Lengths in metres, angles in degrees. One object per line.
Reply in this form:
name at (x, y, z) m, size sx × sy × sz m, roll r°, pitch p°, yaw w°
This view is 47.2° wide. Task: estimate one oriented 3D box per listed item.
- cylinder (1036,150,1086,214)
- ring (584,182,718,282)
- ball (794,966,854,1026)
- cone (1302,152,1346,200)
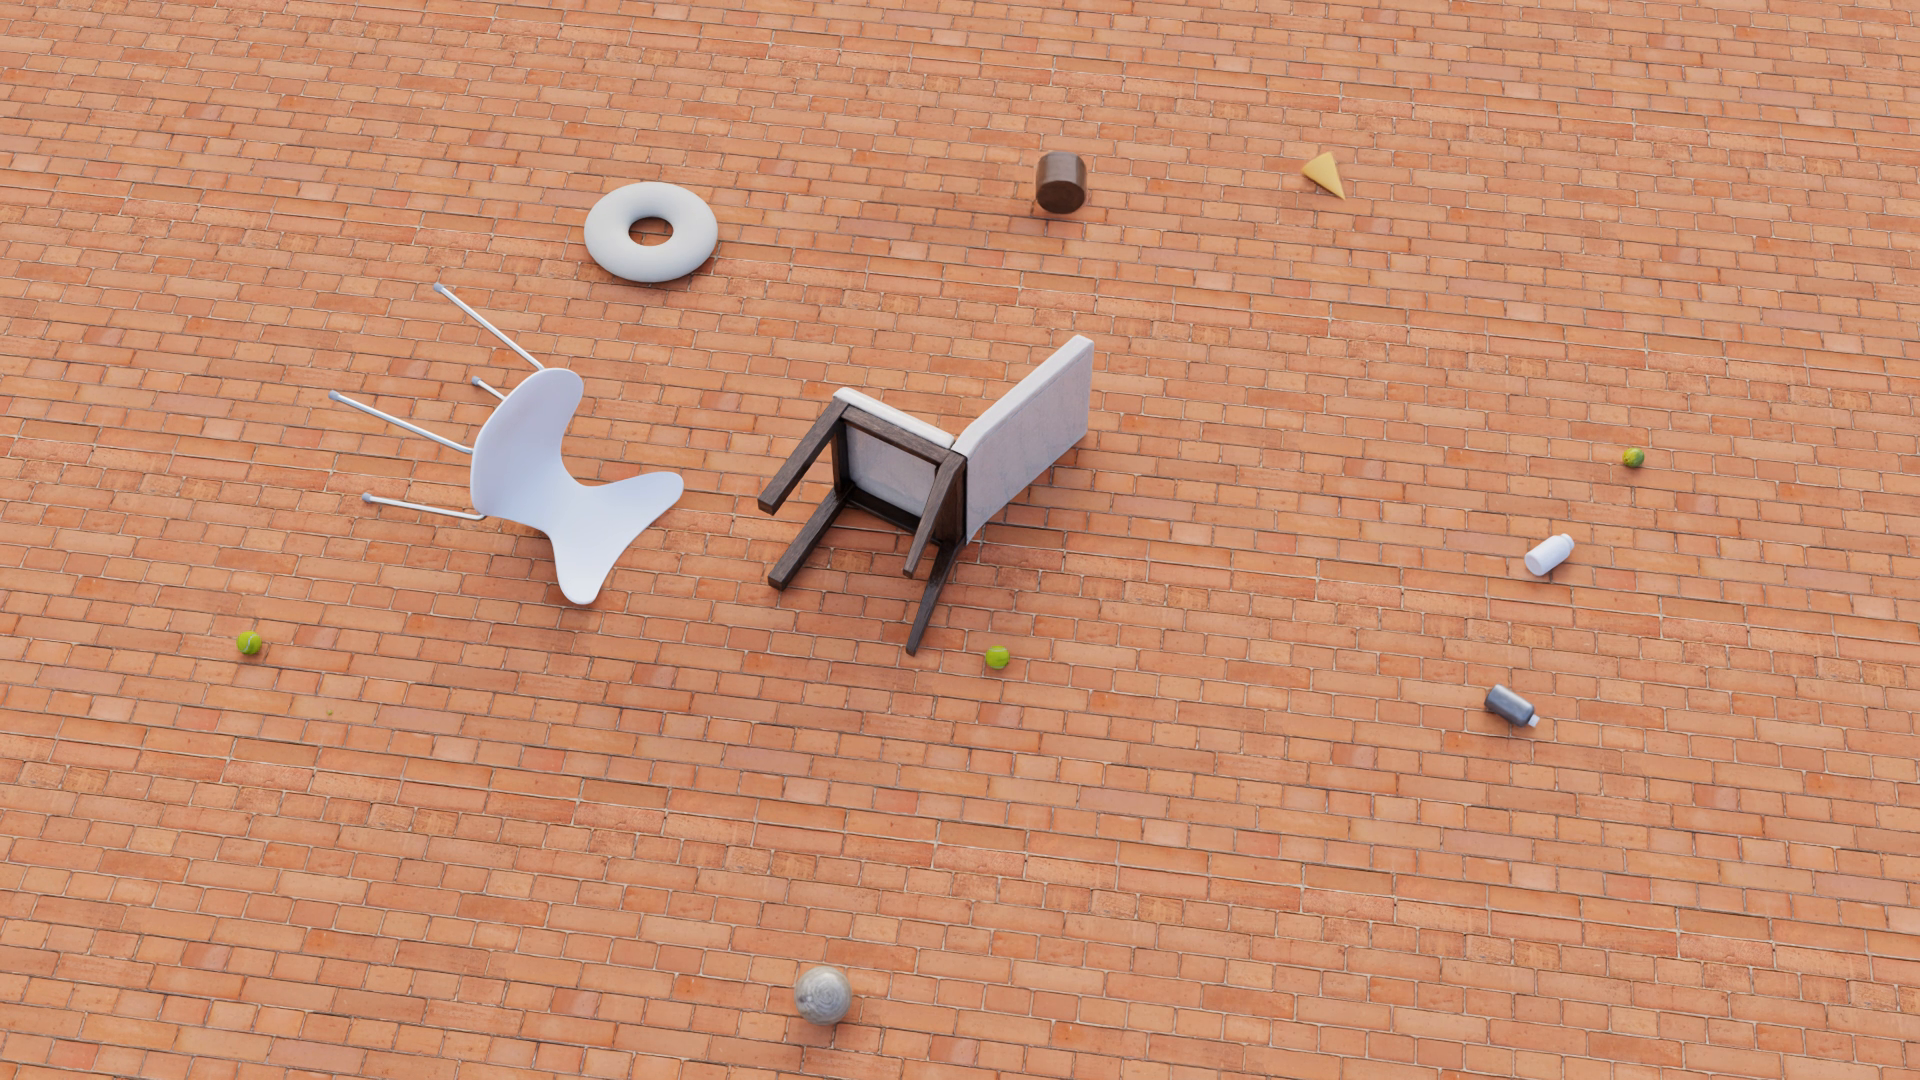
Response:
cylinder at (0.333, -1.183, 7.272) m, size 0.162 × 0.158 × 0.132 m, roll 17°, pitch 54°, yaw -20°
ring at (-1.013, -1.011, 7.209) m, size 0.451 × 0.073 × 0.417 m, roll 25°, pitch 60°, yaw 16°
ball at (-0.354, 1.179, 5.690) m, size 0.153 × 0.153 × 0.153 m, roll 0°, pitch 56°, yaw 0°
cone at (1.242, -1.200, 7.353) m, size 0.128 × 0.089 × 0.169 m, roll -30°, pitch 76°, yaw -13°
